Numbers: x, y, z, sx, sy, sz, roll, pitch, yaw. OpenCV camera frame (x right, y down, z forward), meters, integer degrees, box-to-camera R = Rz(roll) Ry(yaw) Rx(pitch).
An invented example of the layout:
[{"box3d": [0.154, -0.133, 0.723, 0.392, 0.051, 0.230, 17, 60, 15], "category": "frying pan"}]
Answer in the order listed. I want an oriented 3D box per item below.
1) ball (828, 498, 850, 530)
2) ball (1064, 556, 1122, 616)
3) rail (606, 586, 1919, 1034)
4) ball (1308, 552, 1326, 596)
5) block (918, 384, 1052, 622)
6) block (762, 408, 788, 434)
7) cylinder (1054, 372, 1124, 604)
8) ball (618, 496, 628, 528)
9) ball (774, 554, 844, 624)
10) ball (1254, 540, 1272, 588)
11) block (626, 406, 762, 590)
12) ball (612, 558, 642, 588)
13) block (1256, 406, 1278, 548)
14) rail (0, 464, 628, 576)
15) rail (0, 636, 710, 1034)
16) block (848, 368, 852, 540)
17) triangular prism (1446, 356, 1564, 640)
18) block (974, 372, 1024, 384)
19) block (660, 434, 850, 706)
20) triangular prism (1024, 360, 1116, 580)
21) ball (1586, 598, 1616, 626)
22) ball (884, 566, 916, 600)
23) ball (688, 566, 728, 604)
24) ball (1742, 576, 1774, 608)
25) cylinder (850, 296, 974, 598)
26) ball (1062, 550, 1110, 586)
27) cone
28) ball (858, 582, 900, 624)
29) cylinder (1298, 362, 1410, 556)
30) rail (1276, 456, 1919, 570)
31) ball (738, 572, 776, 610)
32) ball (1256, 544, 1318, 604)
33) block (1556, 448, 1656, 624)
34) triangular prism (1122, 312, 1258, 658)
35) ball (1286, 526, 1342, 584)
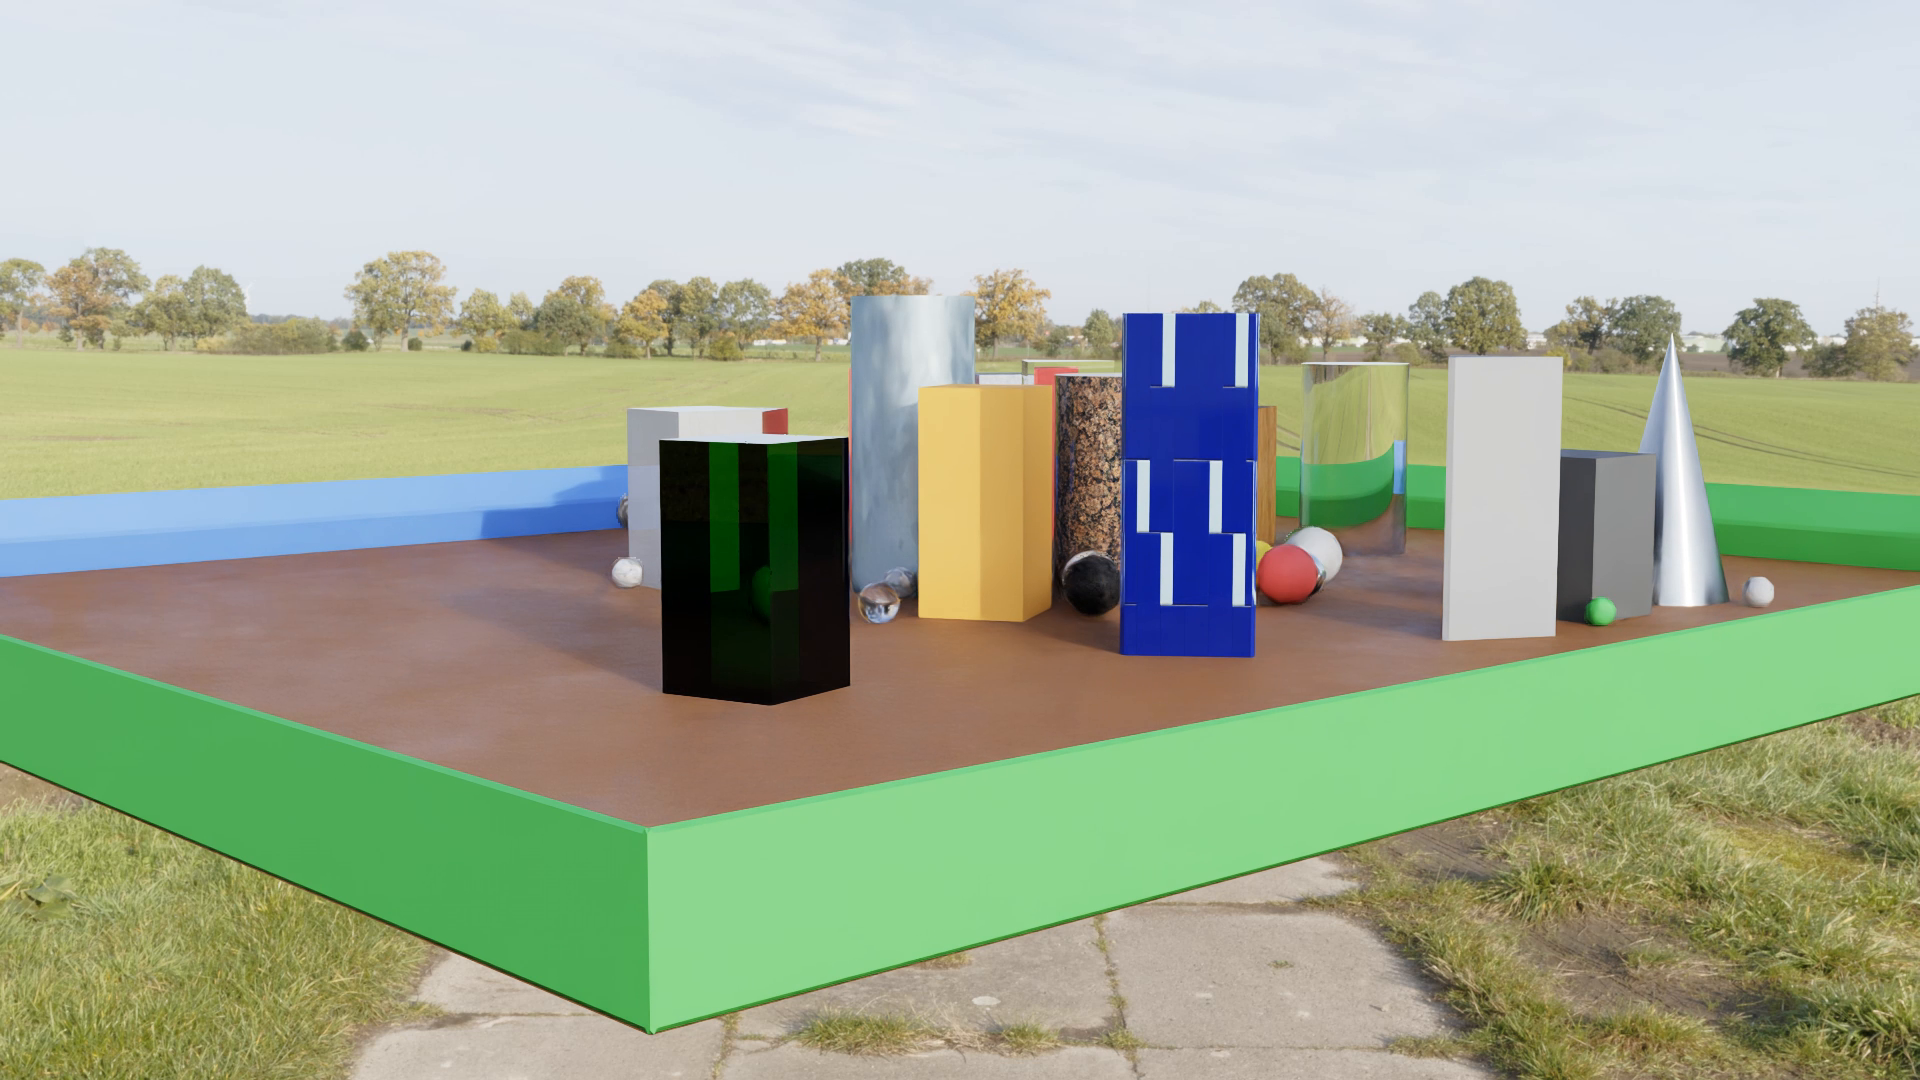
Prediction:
[{"box3d": [-0.233, -0.052, 4.456, 0.065, 0.065, 0.065, 0, 6, 0], "category": "ball"}, {"box3d": [0.195, 0.066, 3.212, 0.088, 0.088, 0.088, 0, 6, 0], "category": "ball"}, {"box3d": [0.891, 0.134, 2.372, 2.987, 0.127, 0.045, -5, 8, -42], "category": "rail"}, {"box3d": [0.531, 0.054, 3.415, 0.072, 0.072, 0.072, 0, 6, 0], "category": "ball"}, {"box3d": [0.038, -0.059, 3.231, 0.157, 0.334, 0.157, 2, 6, 17], "category": "block"}, {"box3d": [-0.398, -0.093, 3.855, 0.157, 0.272, 0.157, 1, 6, 12], "category": "block"}, {"box3d": [0.244, -0.084, 3.421, 0.196, 0.345, 0.196, 0, 6, 0], "category": "cylinder"}, {"box3d": [-0.649, -0.058, 4.440, 0.081, 0.081, 0.081, 0, 6, 0], "category": "ball"}, {"box3d": [-0.214, 0.070, 3.127, 0.098, 0.098, 0.098, 0, 6, 0], "category": "ball"}, {"box3d": [0.475, 0.039, 3.534, 0.076, 0.076, 0.076, 0, 6, 0], "category": "ball"}, {"box3d": [-0.429, -0.070, 3.565, 0.157, 0.286, 0.157, -5, 8, -39], "category": "block"}, {"box3d": [-0.533, 0.054, 3.525, 0.049, 0.049, 0.049, 0, 6, 0], "category": "ball"}, {"box3d": [0.464, -0.099, 3.904, 0.157, 0.274, 0.157, 2, 6, 23], "category": "block"}, {"box3d": [-0.891, -0.067, 4.292, 2.987, 0.127, 0.045, -5, 8, -42], "category": "rail"}, {"box3d": [-1.080, 0.137, 2.341, 0.045, 0.127, 2.675, -5, 8, -42], "category": "rail"}, {"box3d": [-0.128, -0.171, 4.313, 0.157, 0.333, 0.157, 1, 6, 6], "category": "block"}, {"box3d": [0.716, -0.063, 3.046, 0.170, 0.381, 0.147, -2, 6, -17], "category": "triangular prism"}, {"box3d": [0.094, -0.175, 4.423, 0.157, 0.318, 0.157, -2, 6, -15], "category": "block"}, {"box3d": [-0.239, 0.029, 2.573, 0.157, 0.296, 0.157, 4, 7, 32], "category": "block"}, {"box3d": [0.148, -0.121, 3.700, 0.170, 0.360, 0.147, -4, 7, -32], "category": "triangular prism"}, {"box3d": [0.904, 0.101, 3.104, 0.041, 0.041, 0.041, 0, 6, 0], "category": "ball"}, {"box3d": [-0.092, 0.067, 3.386, 0.051, 0.051, 0.051, 0, 6, 0], "category": "ball"}, {"box3d": [-0.383, 0.068, 3.335, 0.059, 0.059, 0.059, 0, 6, 0], "category": "ball"}, {"box3d": [1.199, 0.078, 3.303, 0.047, 0.047, 0.047, 0, 6, 0], "category": "ball"}, {"box3d": [-0.074, -0.153, 3.493, 0.196, 0.466, 0.196, 0, 6, 0], "category": "cylinder"}, {"box3d": [0.196, 0.059, 3.303, 0.085, 0.085, 0.085, 0, 6, 0], "category": "ball"}, {"box3d": [1.093, -0.115, 3.396, 0.196, 0.411, 0.196, 0, 6, 0], "category": "cone"}, {"box3d": [-0.116, 0.090, 3.126, 0.060, 0.060, 0.060, 0, 6, 0], "category": "ball"}, {"box3d": [0.727, -0.152, 4.061, 0.196, 0.347, 0.196, 0, 6, 0], "category": "cylinder"}, {"box3d": [1.080, -0.070, 4.323, 0.045, 0.127, 2.675, -5, 8, -42], "category": "rail"}, {"box3d": [-0.301, 0.075, 3.279, 0.057, 0.057, 0.057, 0, 6, 0], "category": "ball"}, {"box3d": [0.495, 0.052, 3.331, 0.092, 0.092, 0.092, 0, 6, 0], "category": "ball"}, {"box3d": [0.905, -0.009, 3.225, 0.157, 0.236, 0.157, -5, 8, -41], "category": "block"}, {"box3d": [0.302, -0.077, 2.890, 0.170, 0.440, 0.147, 1, 6, 7], "category": "triangular prism"}, {"box3d": [0.569, 0.027, 3.553, 0.096, 0.096, 0.096, 0, 6, 0], "category": "ball"}]
